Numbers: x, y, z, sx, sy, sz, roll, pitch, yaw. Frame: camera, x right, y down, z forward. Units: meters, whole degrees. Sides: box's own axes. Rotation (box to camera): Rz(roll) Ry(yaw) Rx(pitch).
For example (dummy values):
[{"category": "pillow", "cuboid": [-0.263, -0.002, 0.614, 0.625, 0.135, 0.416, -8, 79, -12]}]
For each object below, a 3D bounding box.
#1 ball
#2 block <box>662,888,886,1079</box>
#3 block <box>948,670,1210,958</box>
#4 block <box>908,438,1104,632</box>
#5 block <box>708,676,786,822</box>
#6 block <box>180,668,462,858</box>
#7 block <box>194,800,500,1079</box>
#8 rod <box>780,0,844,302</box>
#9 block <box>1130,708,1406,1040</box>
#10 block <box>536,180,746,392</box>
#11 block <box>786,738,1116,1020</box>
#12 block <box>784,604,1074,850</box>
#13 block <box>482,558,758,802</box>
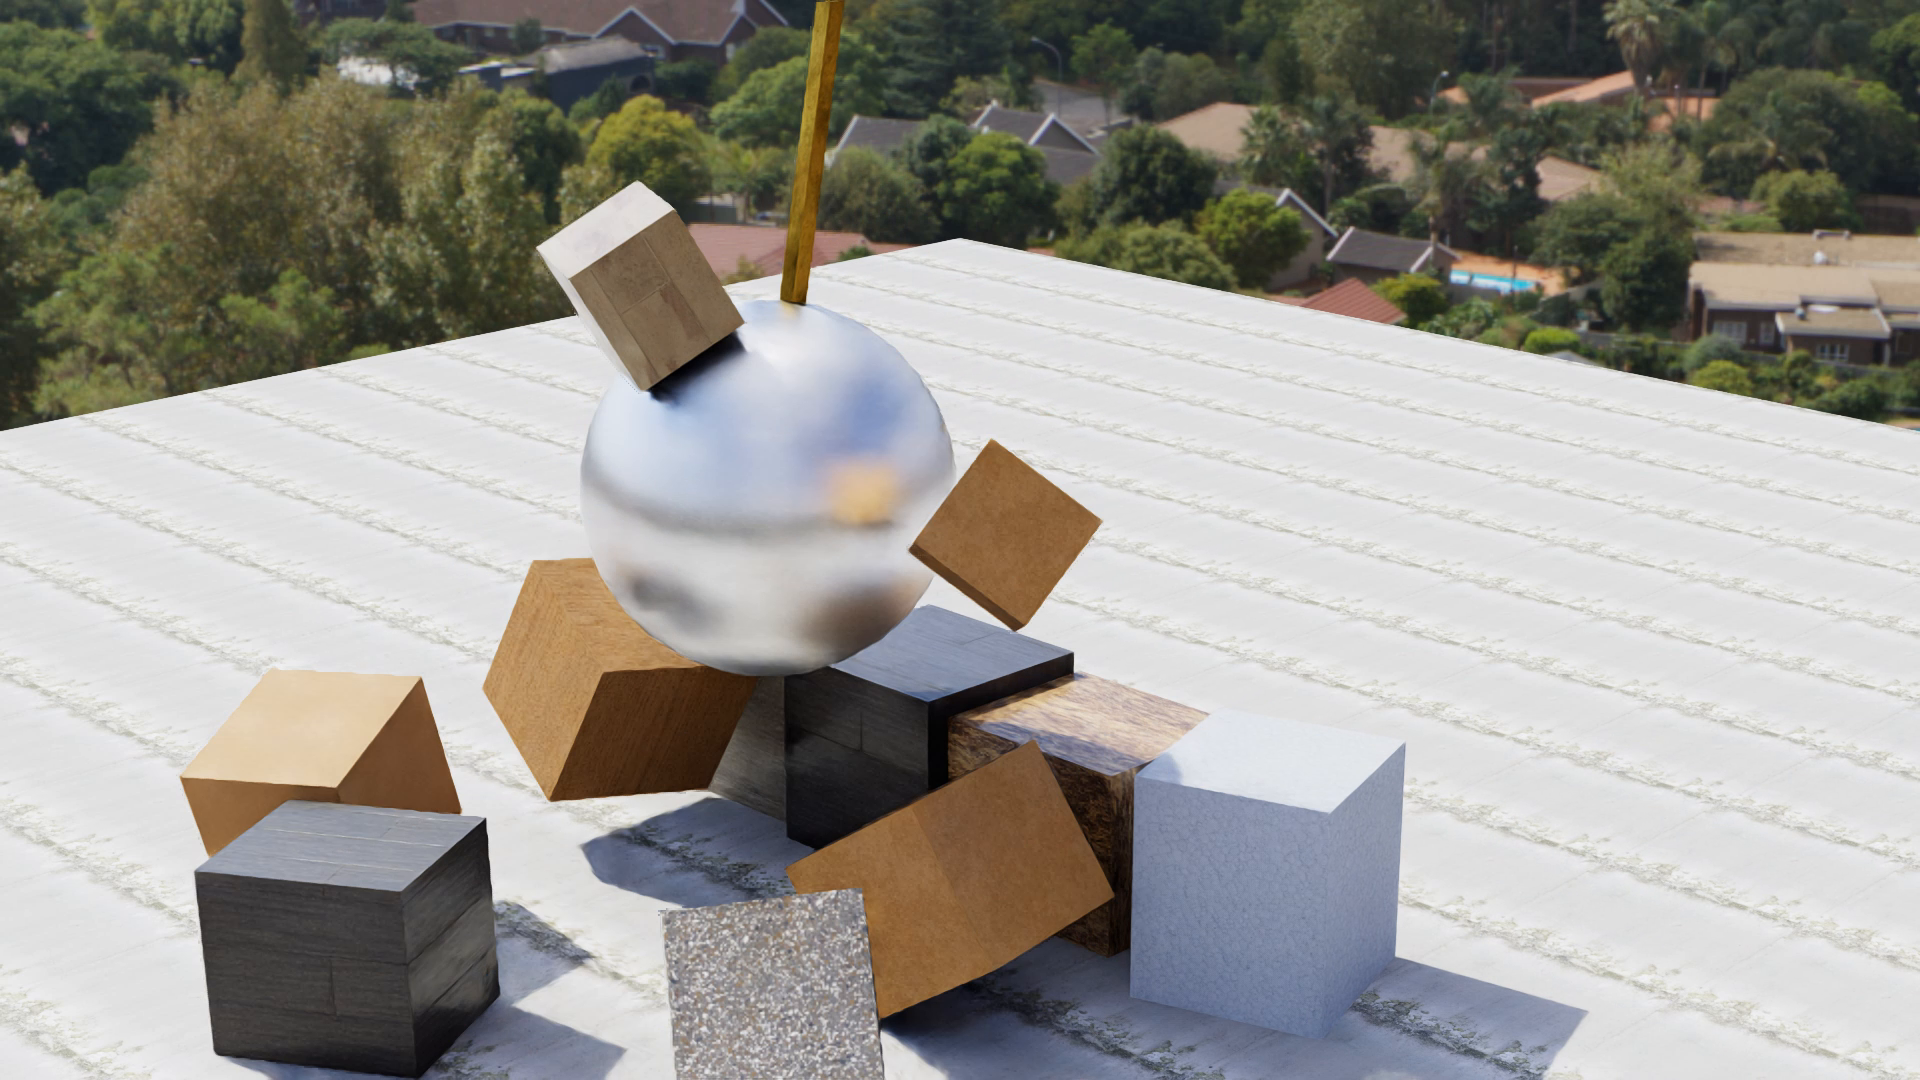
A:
[{"category": "ball", "cuboid": [-0.809, -0.220, 12.424, 1.600, 1.600, 1.600, 0, 17, 0]}, {"category": "block", "cuboid": [-0.647, 1.797, 10.587, 0.712, 0.808, 0.839, -7, -22, -2]}, {"category": "block", "cuboid": [0.597, 1.202, 13.118, 0.867, 0.840, 0.980, -17, 24, -42]}, {"category": "block", "cuboid": [0.169, -0.012, 11.494, 0.535, 0.500, 0.585, 37, -5, 0]}, {"category": "block", "cuboid": [-0.757, 0.833, 14.384, 0.812, 0.786, 0.797, 17, 24, 42]}, {"category": "block", "cuboid": [-2.782, 1.118, 12.846, 0.767, 0.750, 0.804, 2, 33, 19]}, {"category": "block", "cuboid": [-2.466, 1.600, 11.878, 0.901, 0.800, 0.764, 4, 18, 16]}, {"category": "rod", "cuboid": [-0.351, -3.541, 11.861, 0.080, 5.200, 0.080, 17, 13, 42]}, {"category": "block", "cuboid": [1.295, 1.377, 12.304, 0.849, 0.994, 0.890, 9, 20, 26]}, {"category": "block", "cuboid": [-1.301, -1.036, 11.910, 0.502, 0.565, 0.579, -35, 27, -7]}, {"category": "block", "cuboid": [-0.041, 1.406, 12.063, 0.818, 0.725, 0.822, -30, -5, 42]}, {"category": "block", "cuboid": [-0.145, 0.961, 13.718, 0.941, 0.941, 0.968, -16, 24, -42]}, {"category": "block", "cuboid": [-1.587, 0.639, 13.759, 0.869, 0.791, 0.788, -1, 40, -38]}]
